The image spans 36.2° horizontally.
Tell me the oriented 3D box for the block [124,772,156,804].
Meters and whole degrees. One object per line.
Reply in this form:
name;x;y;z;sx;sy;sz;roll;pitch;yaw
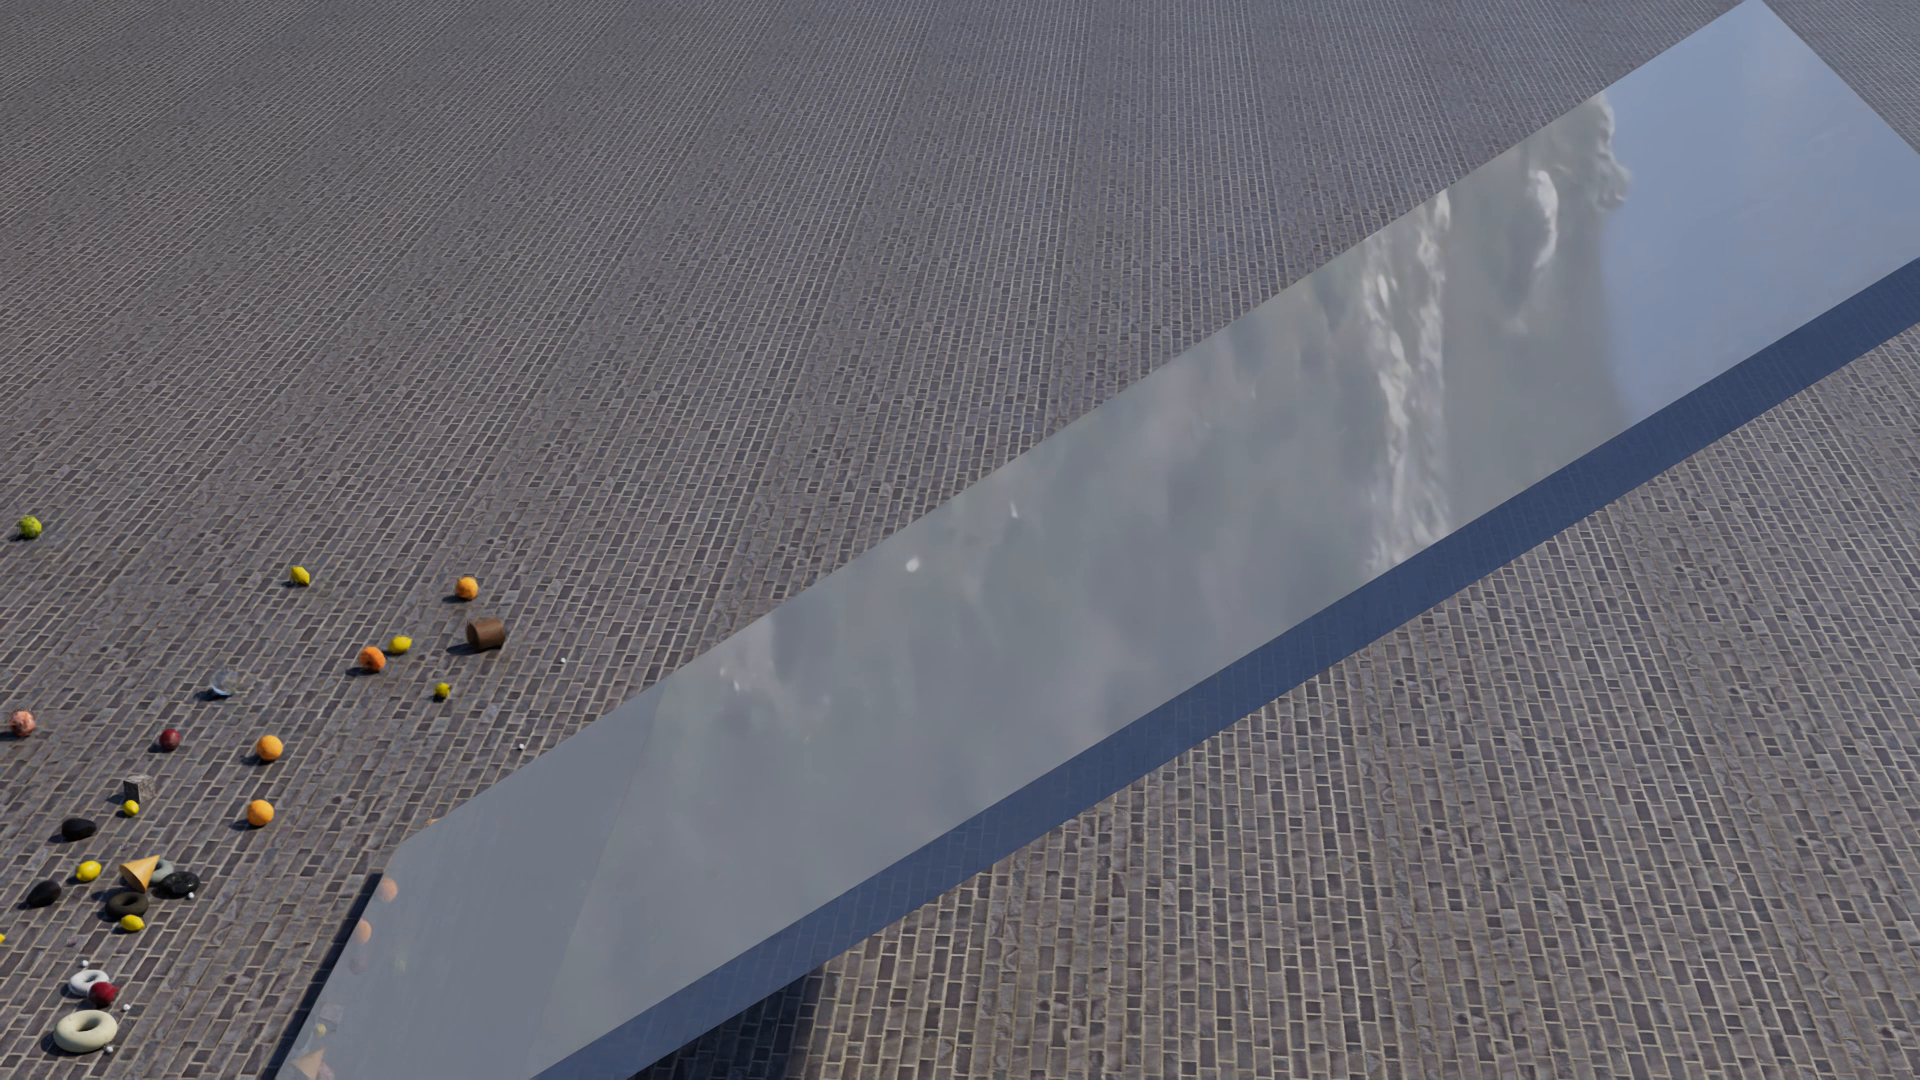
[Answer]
block;-2.277;0.688;8.159;0.058;0.058;0.058;13;24;30

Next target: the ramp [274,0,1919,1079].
ramp;0.137;0.173;6.302;4.000;0.100;2.000;-32;16;15

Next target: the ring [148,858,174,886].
ring;-2.121;0.871;7.713;0.115;0.038;0.115;1;22;0

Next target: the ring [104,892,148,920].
ring;-2.136;0.938;7.540;0.109;0.036;0.109;0;22;0

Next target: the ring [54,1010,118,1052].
ring;-2.066;1.160;6.946;0.146;0.049;0.146;0;22;0

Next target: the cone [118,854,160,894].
cone;-2.115;0.849;7.643;0.098;0.098;0.098;18;49;38

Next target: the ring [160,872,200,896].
ring;-2.030;0.895;7.653;0.102;0.034;0.102;-1;22;0

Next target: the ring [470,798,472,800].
ring;-1.308;0.731;8.081;0.103;0.034;0.103;-1;21;1

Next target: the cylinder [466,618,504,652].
cylinder;-1.475;0.294;9.145;0.088;0.088;0.088;-14;25;-32

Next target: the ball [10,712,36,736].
ball;-2.721;0.534;8.539;0.074;0.074;0.074;0;21;0

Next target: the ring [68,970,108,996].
ring;-2.126;1.080;7.175;0.098;0.033;0.098;-1;21;1

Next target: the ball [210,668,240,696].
ball;-2.200;0.424;8.809;0.085;0.085;0.085;0;21;0
